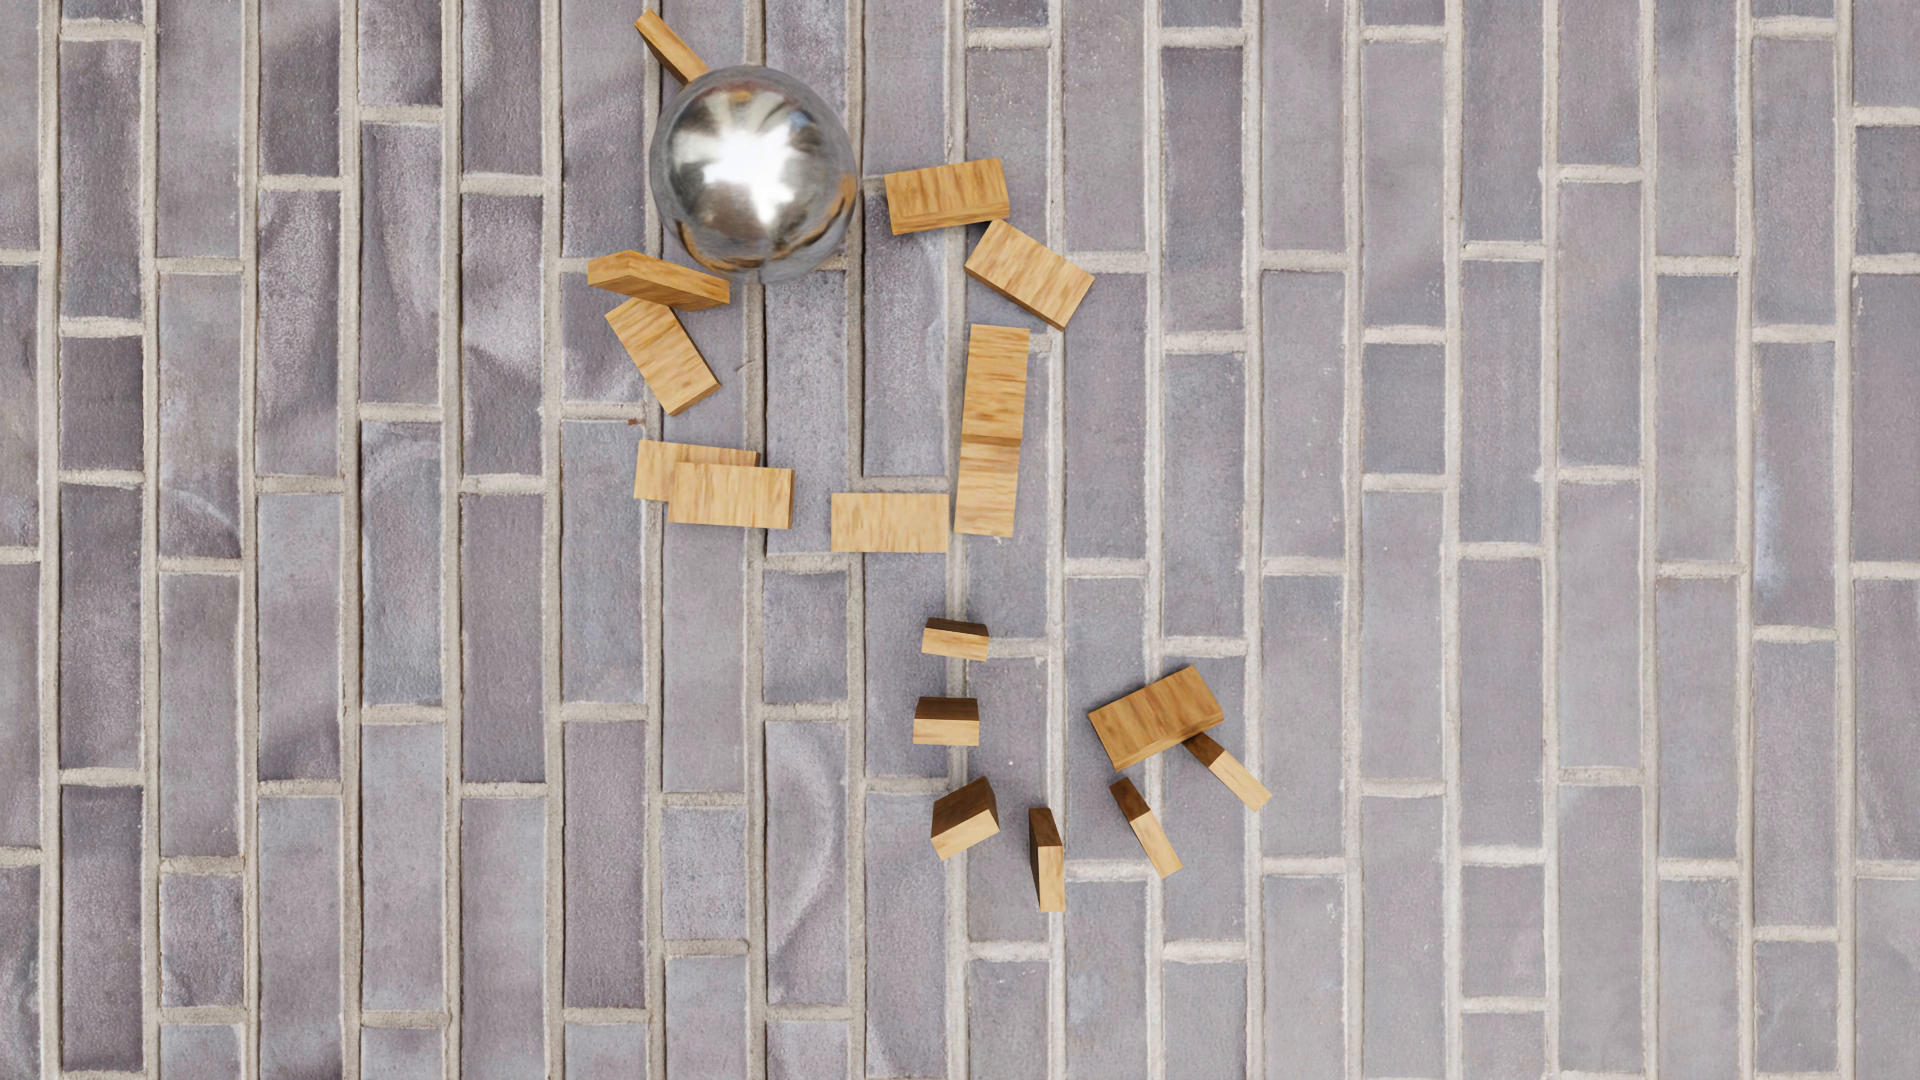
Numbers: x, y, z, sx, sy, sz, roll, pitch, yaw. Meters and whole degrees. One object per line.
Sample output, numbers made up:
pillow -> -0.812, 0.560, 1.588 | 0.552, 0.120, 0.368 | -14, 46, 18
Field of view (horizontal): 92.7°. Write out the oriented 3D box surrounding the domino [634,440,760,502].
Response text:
domino -> -0.113, -0.028, 0.395 | 0.050, 0.010, 0.025 | 6, 90, 0

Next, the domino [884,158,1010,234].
domino -> -0.006, -0.147, 0.391 | 0.050, 0.010, 0.025 | -9, 65, 0

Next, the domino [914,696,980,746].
domino -> -0.005, 0.074, 0.375 | 0.025, 0.050, 0.010 | 2, 90, 0

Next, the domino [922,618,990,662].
domino -> -0.002, 0.040, 0.375 | 0.025, 0.050, 0.009 | 8, 90, 0

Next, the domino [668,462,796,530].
domino -> -0.096, -0.019, 0.386 | 0.050, 0.009, 0.025 | 4, 90, 0

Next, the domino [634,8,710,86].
domino -> -0.113, -0.197, 0.388 | 0.010, 0.025, 0.050 | -44, 90, 0

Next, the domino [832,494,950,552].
domino -> -0.030, -0.007, 0.395 | 0.050, 0.010, 0.025 | 0, 90, 0

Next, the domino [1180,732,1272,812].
domino -> 0.107, 0.092, 0.375 | 0.025, 0.050, 0.010 | 44, 90, 0

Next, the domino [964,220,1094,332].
domino -> 0.030, -0.114, 0.395 | 0.050, 0.010, 0.025 | 32, 90, 0

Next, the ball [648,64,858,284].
ball -> -0.080, -0.142, 0.360 | 0.080, 0.080, 0.080 | 0, 90, 0

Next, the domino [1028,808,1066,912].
domino -> 0.035, 0.130, 0.375 | 0.010, 0.050, 0.025 | -2, 90, 0

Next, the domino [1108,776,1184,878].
domino -> 0.075, 0.116, 0.375 | 0.010, 0.050, 0.025 | -29, 90, 0

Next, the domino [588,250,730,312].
domino -> -0.121, -0.104, 0.372 | 0.025, 0.050, 0.009 | 0, 90, 33

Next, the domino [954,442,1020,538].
domino -> 0.012, -0.027, 0.395 | 0.025, 0.010, 0.050 | 5, 90, 0

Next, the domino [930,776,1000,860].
domino -> 0.002, 0.113, 0.375 | 0.025, 0.050, 0.010 | -27, 90, 0

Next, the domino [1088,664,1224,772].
domino -> 0.083, 0.075, 0.388 | 0.050, 0.009, 0.025 | -25, 47, 0

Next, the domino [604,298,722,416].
domino -> -0.128, -0.081, 0.395 | 0.025, 0.010, 0.050 | -33, 90, 0

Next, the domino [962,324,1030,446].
domino -> 0.015, -0.066, 0.389 | 0.025, 0.009, 0.050 | 5, 76, 0
